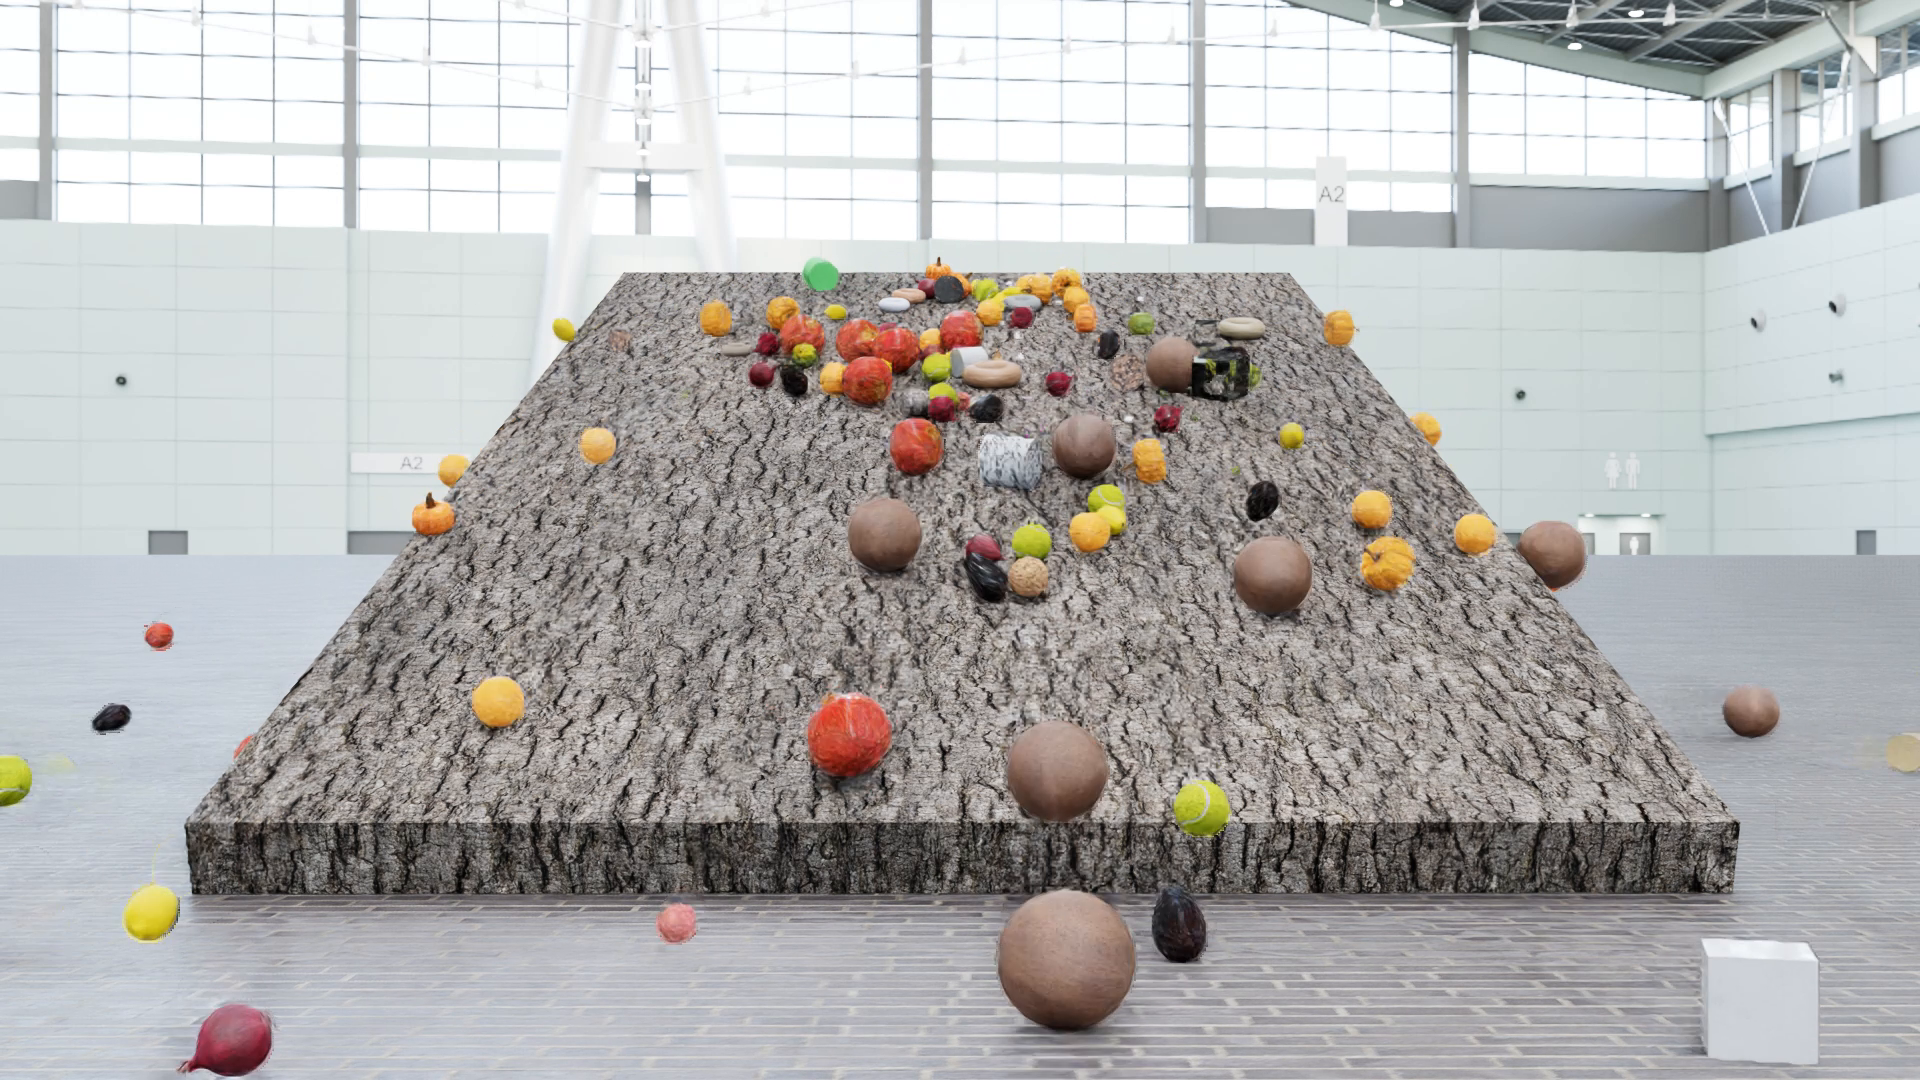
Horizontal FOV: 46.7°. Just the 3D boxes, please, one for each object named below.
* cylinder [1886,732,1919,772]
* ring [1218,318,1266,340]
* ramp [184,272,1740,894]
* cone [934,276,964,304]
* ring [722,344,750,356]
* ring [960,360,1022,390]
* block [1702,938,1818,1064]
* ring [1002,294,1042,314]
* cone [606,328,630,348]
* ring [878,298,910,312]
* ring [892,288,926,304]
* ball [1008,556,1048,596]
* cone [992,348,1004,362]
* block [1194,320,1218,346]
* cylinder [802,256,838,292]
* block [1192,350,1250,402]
[{"bbox_3d":[1.897,0.424,4.446,0.074,0.074,0.074,0,-1,30],"label":"cylinder"},{"bbox_3d":[0.733,-0.550,5.777,0.123,0.041,0.123,-1,18,0],"label":"ring"},{"bbox_3d":[-0.003,-0.173,4.782,2.000,0.100,4.000,0,17,0],"label":"ramp"},{"bbox_3d":[-0.038,-0.694,6.252,0.083,0.083,0.083,0,-10,-11],"label":"cone"},{"bbox_3d":[-0.561,-0.475,5.556,0.075,0.025,0.075,1,17,0],"label":"ring"},{"bbox_3d":[0.074,-0.390,5.239,0.144,0.048,0.144,-1,17,0],"label":"ring"},{"bbox_3d":[0.712,0.410,1.980,0.090,0.090,0.090,0,0,15],"label":"block"},{"bbox_3d":[0.170,-0.649,6.109,0.109,0.036,0.109,0,18,0],"label":"ring"},{"bbox_3d":[-0.859,-0.498,5.627,0.058,0.058,0.058,0,-21,6],"label":"cone"},{"bbox_3d":[-0.181,-0.647,6.112,0.086,0.029,0.086,1,18,0],"label":"ring"},{"bbox_3d":[-0.144,-0.683,6.227,0.097,0.032,0.097,1,16,0],"label":"ring"},{"bbox_3d":[0.115,0.061,3.714,0.067,0.067,0.067,0,0,0],"label":"ball"},{"bbox_3d":[0.091,-0.441,5.399,0.052,0.052,0.052,0,17,0],"label":"cone"},{"bbox_3d":[0.629,-0.530,5.685,0.056,0.056,0.056,3,17,9],"label":"block"},{"bbox_3d":[-0.403,-0.768,6.412,0.086,0.086,0.086,0,16,-17],"label":"cylinder"},{"bbox_3d":[0.601,-0.378,5.121,0.095,0.095,0.095,12,21,34],"label":"block"}]
